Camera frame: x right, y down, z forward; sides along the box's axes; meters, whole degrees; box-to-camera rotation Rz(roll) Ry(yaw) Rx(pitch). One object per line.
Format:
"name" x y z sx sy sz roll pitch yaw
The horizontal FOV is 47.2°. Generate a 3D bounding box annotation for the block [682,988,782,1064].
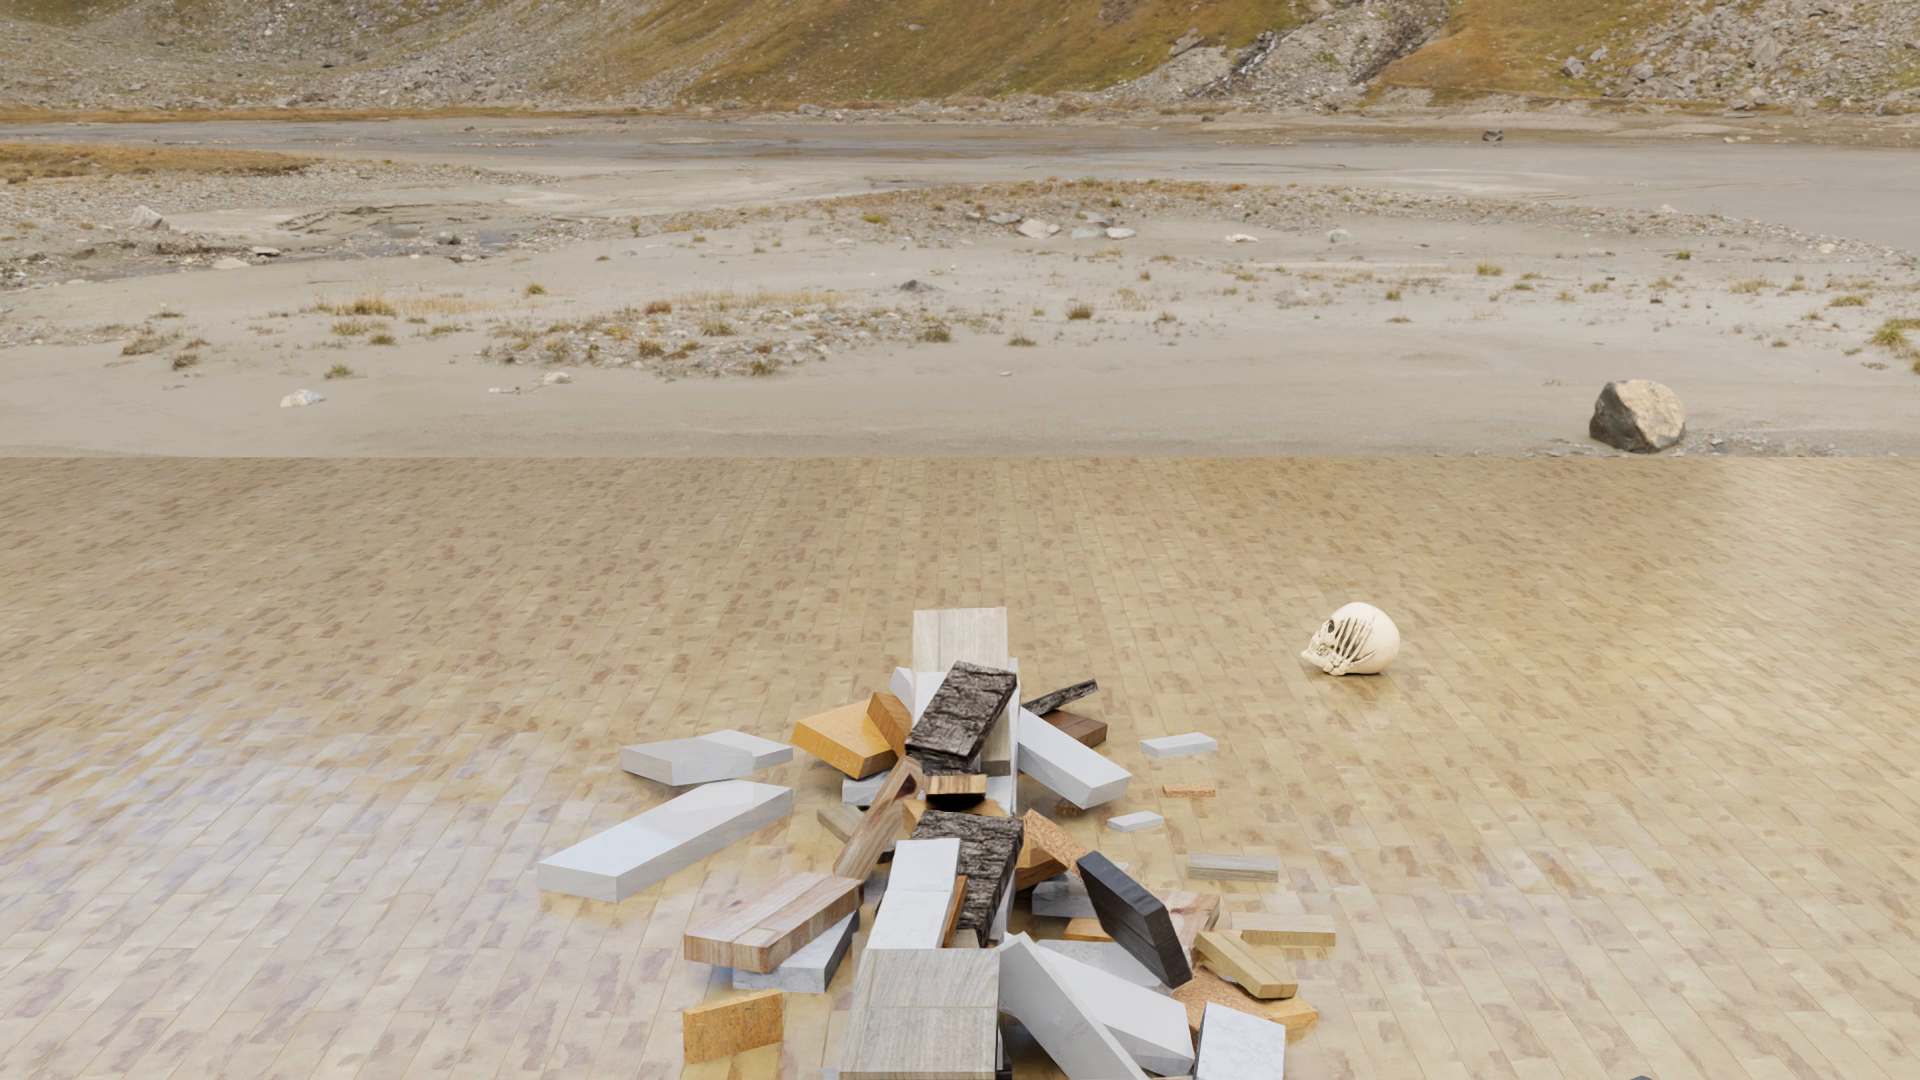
"block" -0.313 0.671 3.037 0.143 0.072 0.020 -7 12 -32

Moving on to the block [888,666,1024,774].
"block" -0.002 0.348 4.278 0.160 0.045 0.320 12 17 -30

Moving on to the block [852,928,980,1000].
"block" -0.053 0.561 2.800 0.166 0.047 0.331 -2 4 -3

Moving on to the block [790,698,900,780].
"block" -0.176 0.382 4.291 0.160 0.045 0.320 26 17 23

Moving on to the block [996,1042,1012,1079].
"block" -0.023 0.673 2.929 0.145 0.041 0.290 -1 6 -7

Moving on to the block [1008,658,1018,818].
"block" 0.019 0.371 4.053 0.174 0.049 0.347 -1 49 4

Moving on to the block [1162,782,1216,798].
"block" 0.439 0.480 4.222 0.095 0.013 0.047 -1 11 -3

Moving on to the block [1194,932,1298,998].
"block" 0.416 0.619 3.209 0.075 0.021 0.150 8 16 -37

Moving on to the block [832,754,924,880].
"block" -0.136 0.478 3.686 0.033 0.231 0.116 31 5 -12

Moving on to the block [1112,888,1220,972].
"block" 0.318 0.594 3.366 0.121 0.034 0.242 3 11 16

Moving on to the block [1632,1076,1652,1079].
"block" 0.859 0.733 2.836 0.159 0.023 0.080 -7 13 -33

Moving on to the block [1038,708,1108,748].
"block" 0.191 0.401 4.504 0.127 0.036 0.255 15 13 26

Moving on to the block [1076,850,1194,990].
"block" 0.250 0.546 3.179 0.035 0.123 0.247 -26 18 -13

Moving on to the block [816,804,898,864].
"block" -0.177 0.528 3.948 0.072 0.020 0.277 -4 11 -23

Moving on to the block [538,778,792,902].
"block" -0.510 0.524 3.899 0.160 0.045 0.558 5 12 27

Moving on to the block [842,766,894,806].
"block" -0.157 0.459 4.233 0.127 0.036 0.279 0 7 -1

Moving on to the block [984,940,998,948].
"block" 0.132 0.630 3.074 0.223 0.032 0.112 27 4 2

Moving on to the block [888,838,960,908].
"block" -0.049 0.456 3.014 0.088 0.025 0.176 -2 15 4

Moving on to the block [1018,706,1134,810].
"block" 0.152 0.395 4.144 0.320 0.045 0.160 30 18 27

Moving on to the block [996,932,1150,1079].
"block" 0.146 0.619 2.706 0.075 0.316 0.021 -35 10 26

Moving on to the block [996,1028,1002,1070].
"block" -0.026 0.632 2.948 0.135 0.038 0.375 -1 6 -4

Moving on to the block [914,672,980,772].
"block" -0.021 0.320 3.884 0.116 0.033 0.231 -2 37 3

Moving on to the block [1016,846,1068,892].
"block" 0.130 0.541 3.668 0.096 0.027 0.192 -23 0 0

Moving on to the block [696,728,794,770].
"block" -0.443 0.426 4.476 0.198 0.028 0.099 10 14 43

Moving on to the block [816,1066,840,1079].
"block" -0.058 0.645 2.481 0.166 0.047 0.365 -1 -4 -10

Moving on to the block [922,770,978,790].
"block" -0.017 0.417 3.803 0.096 0.027 0.192 -2 -9 3

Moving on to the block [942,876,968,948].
"block" -0.046 0.498 2.955 0.088 0.025 0.176 -1 15 8

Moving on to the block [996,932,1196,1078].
"block" 0.179 0.631 2.978 0.277 0.039 0.139 23 18 -9

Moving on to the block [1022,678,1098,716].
"block" 0.150 0.355 4.609 0.099 0.028 0.430 -21 -4 31

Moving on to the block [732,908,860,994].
"block" -0.249 0.623 3.384 0.139 0.039 0.277 2 11 8

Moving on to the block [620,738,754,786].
"block" -0.535 0.429 4.275 0.160 0.045 0.319 -5 3 -26

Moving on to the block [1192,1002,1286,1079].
"block" 0.371 0.692 2.923 0.112 0.032 0.223 17 16 6

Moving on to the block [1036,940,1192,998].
"block" 0.203 0.632 3.212 0.242 0.034 0.121 -3 17 29

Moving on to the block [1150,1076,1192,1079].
"block" 0.245 0.728 2.870 0.143 0.020 0.072 -2 11 -9

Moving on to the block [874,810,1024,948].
"block" -0.012 0.479 3.125 0.149 0.042 0.299 4 22 12

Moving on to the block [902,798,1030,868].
"block" 0.006 0.457 3.435 0.149 0.042 0.322 0 4 -9

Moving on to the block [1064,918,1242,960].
"block" 0.301 0.623 3.432 0.269 0.023 0.080 3 11 14

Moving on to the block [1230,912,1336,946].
"block" 0.509 0.615 3.474 0.159 0.023 0.080 1 11 5

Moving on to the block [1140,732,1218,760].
"block" 0.449 0.422 4.517 0.144 0.020 0.072 -5 12 -27

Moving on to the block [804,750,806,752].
"block" -0.186 0.403 4.457 0.127 0.036 0.255 1 2 36

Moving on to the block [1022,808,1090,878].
"block" 0.169 0.484 3.421 0.123 0.035 0.247 37 -3 19

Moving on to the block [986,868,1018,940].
"block" 0.002 0.521 3.236 0.149 0.042 0.299 1 7 5

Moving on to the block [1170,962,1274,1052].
"block" 0.322 0.659 3.204 0.121 0.034 0.337 -4 11 -21

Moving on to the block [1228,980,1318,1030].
"block" 0.450 0.670 3.182 0.072 0.020 0.144 -4 11 -21

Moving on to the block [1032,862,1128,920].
"block" 0.200 0.571 3.611 0.123 0.035 0.247 2 5 11

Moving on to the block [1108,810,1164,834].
"block" 0.321 0.516 4.030 0.095 0.013 0.047 -7 13 -33

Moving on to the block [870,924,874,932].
"block" -0.062 0.578 3.114 0.135 0.038 0.269 0 6 4

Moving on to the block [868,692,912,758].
"block" -0.051 0.395 4.231 0.160 0.045 0.320 12 17 -26

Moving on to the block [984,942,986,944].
"block" -0.008 0.548 3.378 0.118 0.033 0.236 0 26 2

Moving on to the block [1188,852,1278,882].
"block" 0.468 0.561 3.766 0.150 0.021 0.075 1 11 8

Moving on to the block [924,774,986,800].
"block" -0.008 0.414 3.618 0.096 0.027 0.469 -1 -9 0

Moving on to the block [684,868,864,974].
"block" -0.282 0.583 3.385 0.139 0.039 0.322 5 11 23

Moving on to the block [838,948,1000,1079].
"block" -0.040 0.553 2.504 0.166 0.047 0.331 0 12 2

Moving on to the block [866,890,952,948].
"block" -0.065 0.504 2.841 0.088 0.025 0.176 -1 16 8

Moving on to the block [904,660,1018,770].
"block" 0.004 0.305 3.845 0.116 0.033 0.231 10 39 21

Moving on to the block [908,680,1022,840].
"block" 0.012 0.405 3.960 0.174 0.049 0.347 1 50 6

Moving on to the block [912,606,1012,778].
"block" 0.002 0.276 4.007 0.174 0.049 0.347 -3 49 3

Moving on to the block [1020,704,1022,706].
"block" 0.119 0.385 4.707 0.084 0.024 0.167 -1 11 -5

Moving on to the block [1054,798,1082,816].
"block" 0.214 0.496 4.139 0.047 0.013 0.094 4 11 20
